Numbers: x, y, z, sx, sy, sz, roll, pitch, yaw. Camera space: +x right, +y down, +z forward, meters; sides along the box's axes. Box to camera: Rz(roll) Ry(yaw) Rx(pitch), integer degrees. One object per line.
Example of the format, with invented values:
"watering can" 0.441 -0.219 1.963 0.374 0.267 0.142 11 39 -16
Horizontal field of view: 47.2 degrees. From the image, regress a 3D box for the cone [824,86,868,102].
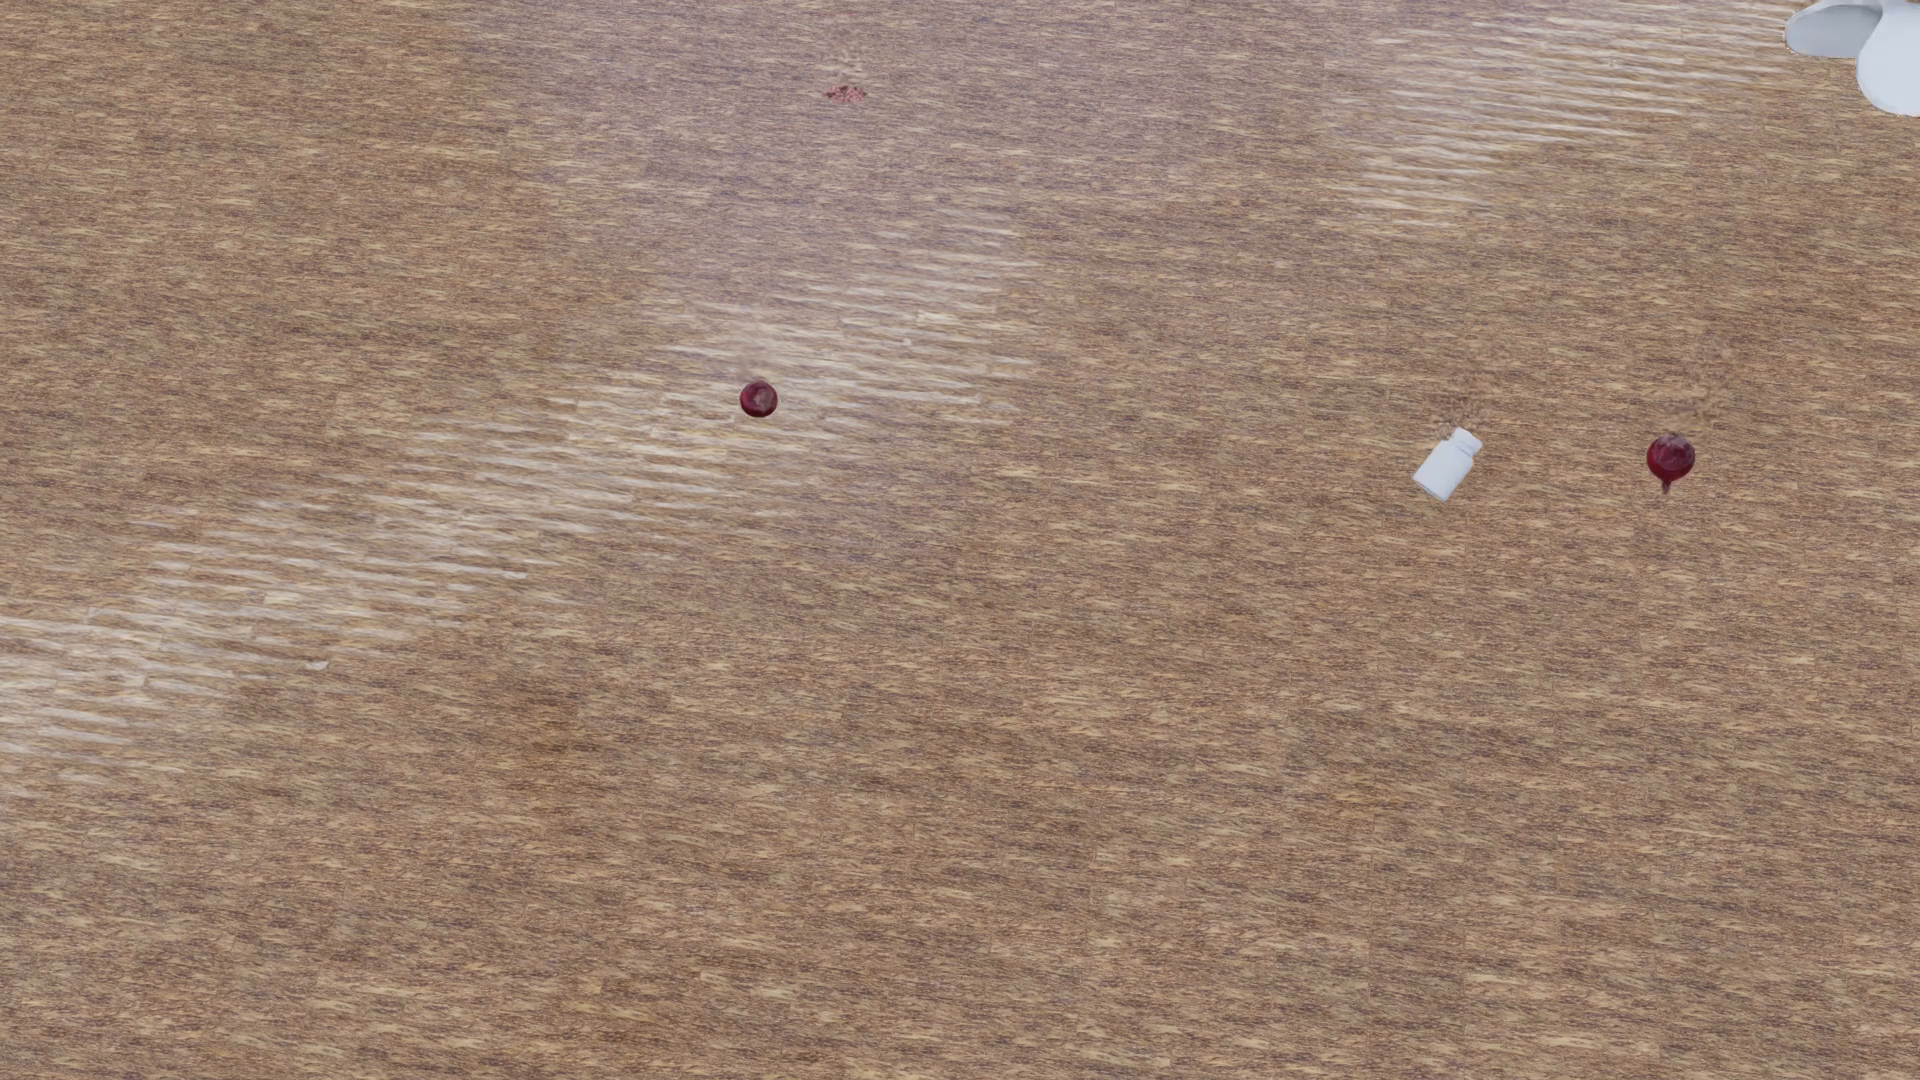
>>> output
"cone" -0.244 -0.955 4.675 0.094 0.034 0.052 1 27 -3
